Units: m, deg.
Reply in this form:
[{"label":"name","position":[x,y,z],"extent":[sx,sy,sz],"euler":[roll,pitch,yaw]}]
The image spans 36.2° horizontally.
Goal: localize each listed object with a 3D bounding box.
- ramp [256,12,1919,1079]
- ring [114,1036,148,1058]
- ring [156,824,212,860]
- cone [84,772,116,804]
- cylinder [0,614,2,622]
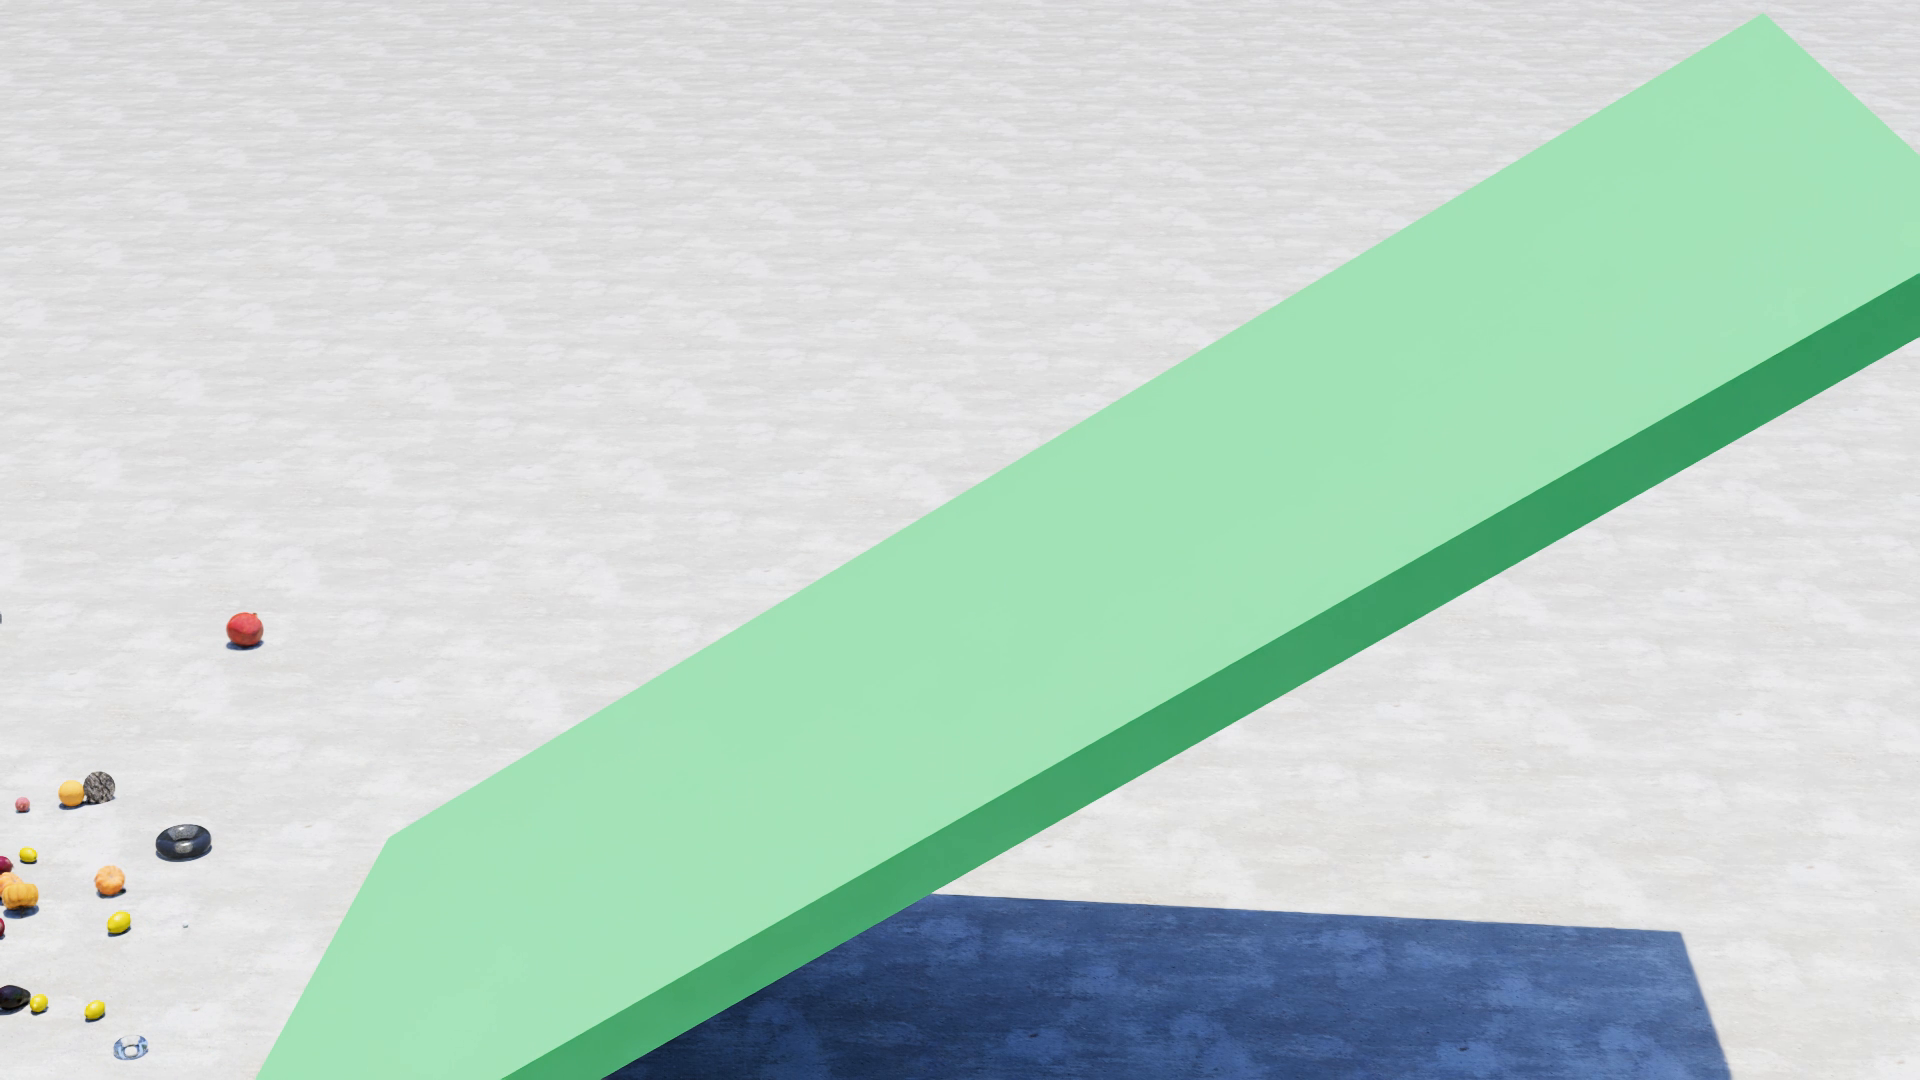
[{"label":"ramp","position":[0.139,0.171,6.296],"extent":[4.000,0.100,2.000],"euler":[-31,15,14]},{"label":"ring","position":[-1.924,1.176,6.825],"extent":[0.080,0.027,0.080],"euler":[-1,21,0]},{"label":"ring","position":[-2.061,0.801,7.808],"extent":[0.147,0.049,0.147],"euler":[0,21,0]},{"label":"cone","position":[-2.392,0.688,8.124],"extent":[0.090,0.090,0.090],"euler":[-16,-1,-36]},{"label":"cylinder","position":[-3.078,0.235,9.308],"extent":[0.069,0.069,0.069],"euler":[-12,24,-30]}]
